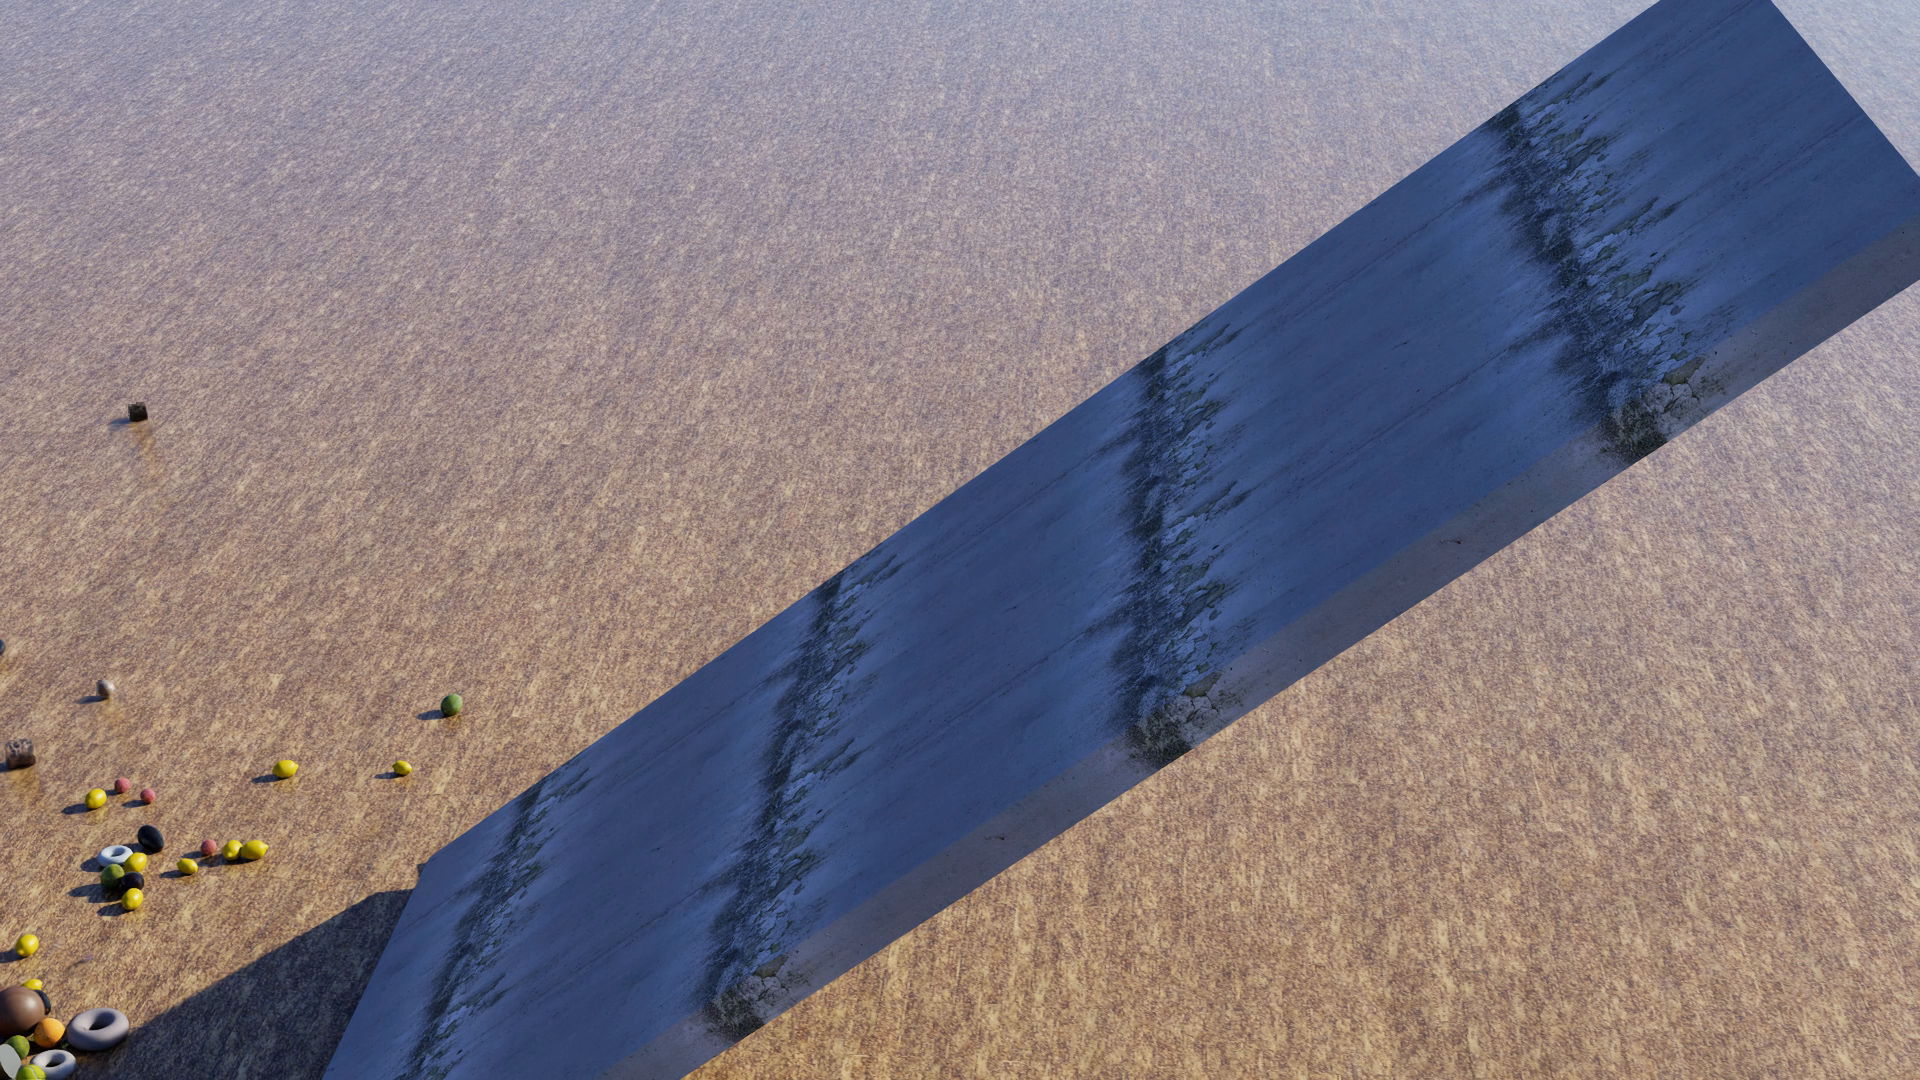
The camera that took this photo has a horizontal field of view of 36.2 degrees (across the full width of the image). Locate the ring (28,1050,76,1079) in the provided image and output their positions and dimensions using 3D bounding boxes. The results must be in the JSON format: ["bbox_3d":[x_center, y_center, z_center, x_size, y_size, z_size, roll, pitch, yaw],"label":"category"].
[{"bbox_3d":[-2.160,1.252,6.996,0.112,0.037,0.112,1,24,0],"label":"ring"}]

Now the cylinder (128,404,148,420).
[{"bbox_3d":[-3.097,-0.481,11.079,0.057,0.057,0.057,-10,25,-20],"label":"cylinder"}]

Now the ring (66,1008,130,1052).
[{"bbox_3d":[-2.093,1.187,7.136,0.150,0.050,0.150,0,24,0],"label":"ring"}]

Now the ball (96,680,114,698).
[{"bbox_3d":[-2.578,0.451,8.877,0.052,0.052,0.052,0,23,0],"label":"ball"}]

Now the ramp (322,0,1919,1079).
[{"bbox_3d":[0.127,0.180,6.326,4.000,0.100,2.000,-35,16,17],"label":"ramp"}]

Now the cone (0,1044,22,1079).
[{"bbox_3d":[-2.291,1.257,6.977,0.093,0.093,0.093,-26,22,7],"label":"cone"}]

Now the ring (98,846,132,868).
[{"bbox_3d":[-2.282,0.856,7.944,0.094,0.031,0.094,1,23,-1],"label":"ring"}]

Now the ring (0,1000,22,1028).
[{"bbox_3d":[-2.351,1.162,7.215,0.101,0.034,0.101,0,21,0],"label":"ring"}]
